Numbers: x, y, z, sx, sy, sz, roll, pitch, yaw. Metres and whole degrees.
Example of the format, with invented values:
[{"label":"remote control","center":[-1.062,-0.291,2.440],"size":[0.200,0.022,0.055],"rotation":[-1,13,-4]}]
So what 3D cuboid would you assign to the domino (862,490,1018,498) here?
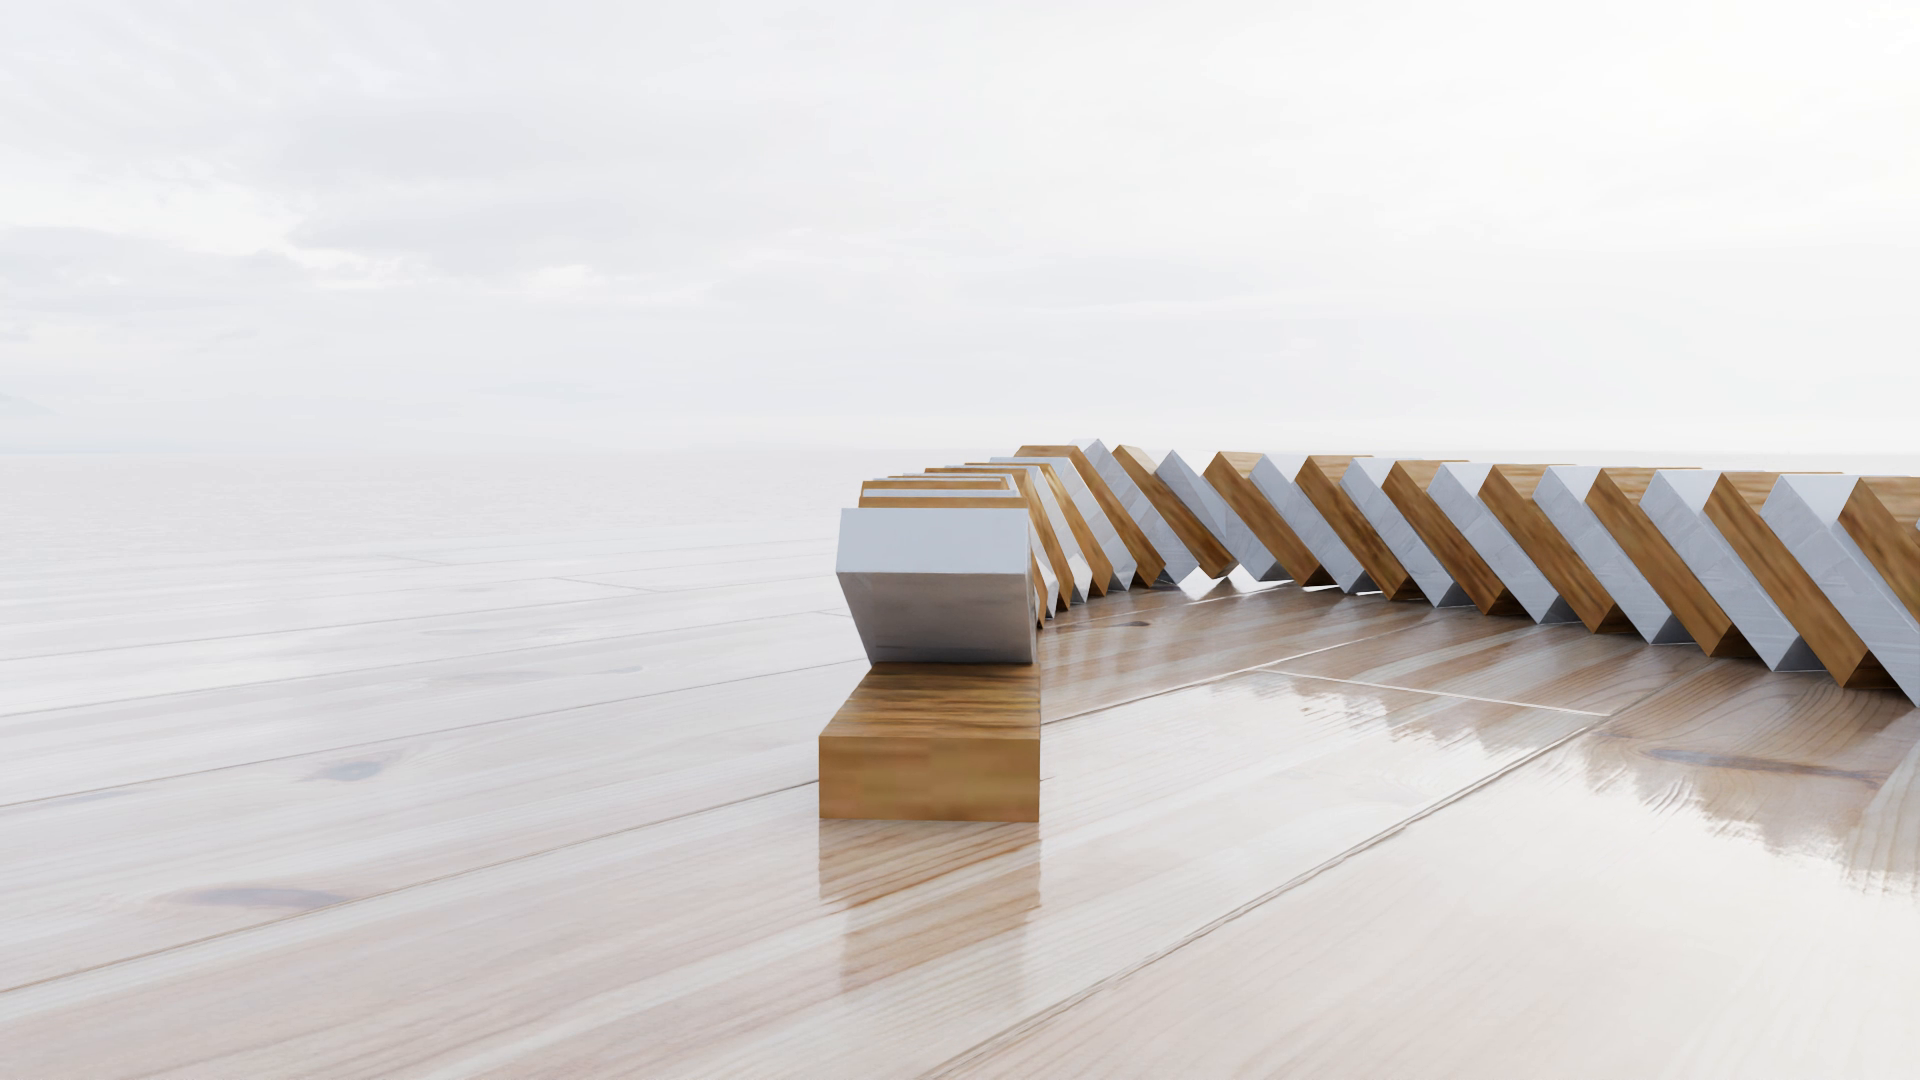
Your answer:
[{"label":"domino","center":[-0.001,0.008,0.227],"size":[0.025,0.009,0.050],"rotation":[1,-29,7]}]

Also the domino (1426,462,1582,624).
[{"label":"domino","center":[0.142,0.000,0.321],"size":[0.025,0.009,0.050],"rotation":[-2,41,-20]}]

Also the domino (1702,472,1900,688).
[{"label":"domino","center":[0.165,0.006,0.240],"size":[0.025,0.010,0.050],"rotation":[0,40,-3]}]

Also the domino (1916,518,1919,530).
[{"label":"domino","center":[0.168,0.010,0.189],"size":[0.025,0.010,0.050],"rotation":[0,40,6]}]

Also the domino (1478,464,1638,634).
[{"label":"domino","center":[0.149,0.001,0.306],"size":[0.025,0.010,0.050],"rotation":[-1,41,-17]}]

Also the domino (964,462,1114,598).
[{"label":"domino","center":[0.021,-0.002,0.347],"size":[0.025,0.009,0.050],"rotation":[3,-32,31]}]

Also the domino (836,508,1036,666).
[{"label":"domino","center":[-0.002,0.011,0.191],"size":[0.025,0.009,0.050],"rotation":[0,-27,5]}]

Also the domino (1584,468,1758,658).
[{"label":"domino","center":[0.159,0.003,0.274],"size":[0.025,0.010,0.050],"rotation":[-1,41,-9]}]

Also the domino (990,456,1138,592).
[{"label":"domino","center":[0.028,-0.004,0.362],"size":[0.025,0.010,0.050],"rotation":[3,-34,36]}]

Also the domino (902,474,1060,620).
[{"label":"domino","center":[0.005,0.002,0.298],"size":[0.025,0.010,0.050],"rotation":[1,-30,19]}]

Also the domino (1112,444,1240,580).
[{"label":"domino","center":[0.068,-0.009,0.406],"size":[0.050,0.009,0.025],"rotation":[47,17,15]}]

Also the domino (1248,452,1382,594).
[{"label":"domino","center":[0.110,-0.006,0.380],"size":[0.025,0.009,0.050],"rotation":[-1,44,-34]}]

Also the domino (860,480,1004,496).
[{"label":"domino","center":[-0.002,0.006,0.245],"size":[0.025,0.010,0.050],"rotation":[1,-30,11]}]

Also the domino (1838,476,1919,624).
[{"label":"domino","center":[0.168,0.009,0.206],"size":[0.025,0.010,0.050],"rotation":[0,40,3]}]

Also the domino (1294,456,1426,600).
[{"label":"domino","center":[0.120,-0.005,0.366],"size":[0.025,0.010,0.050],"rotation":[-2,44,-27]}]

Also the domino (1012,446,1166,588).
[{"label":"domino","center":[0.037,-0.007,0.380],"size":[0.025,0.050,0.009],"rotation":[6,52,54]}]

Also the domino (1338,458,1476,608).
[{"label":"domino","center":[0.128,-0.003,0.351],"size":[0.025,0.009,0.050],"rotation":[-2,43,-23]}]

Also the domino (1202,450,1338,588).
[{"label":"domino","center":[0.099,-0.007,0.392],"size":[0.025,0.010,0.050],"rotation":[-1,44,-40]}]

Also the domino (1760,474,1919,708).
[{"label":"domino","center":[0.166,0.007,0.224],"size":[0.025,0.009,0.050],"rotation":[0,40,-2]}]

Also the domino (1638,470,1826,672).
[{"label":"domino","center":[0.162,0.005,0.257],"size":[0.025,0.009,0.050],"rotation":[-1,40,-7]}]

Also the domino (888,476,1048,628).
[{"label":"domino","center":[0.002,0.004,0.280],"size":[0.025,0.009,0.050],"rotation":[1,-30,16]}]

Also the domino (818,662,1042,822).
[{"label":"domino","center":[-0.002,0.025,0.170],"size":[0.025,0.009,0.050],"rotation":[0,4,4]}]

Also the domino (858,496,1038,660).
[{"label":"domino","center":[-0.001,0.010,0.209],"size":[0.025,0.009,0.050],"rotation":[0,-28,6]}]

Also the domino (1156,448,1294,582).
[{"label":"domino","center":[0.086,-0.008,0.403],"size":[0.025,0.009,0.050],"rotation":[-1,44,-48]}]

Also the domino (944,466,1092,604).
[{"label":"domino","center":[0.015,-0.001,0.330],"size":[0.025,0.010,0.050],"rotation":[2,-32,25]}]

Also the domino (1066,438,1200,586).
[{"label":"domino","center":[0.051,-0.009,0.395],"size":[0.009,0.050,0.025],"rotation":[-41,11,-6]}]

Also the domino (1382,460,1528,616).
[{"label":"domino","center":[0.135,-0.002,0.337],"size":[0.025,0.010,0.050],"rotation":[-2,42,-21]}]

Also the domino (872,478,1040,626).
[{"label":"domino","center":[0.000,0.005,0.263],"size":[0.025,0.010,0.050],"rotation":[1,-30,14]}]

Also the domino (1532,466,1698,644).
[{"label":"domino","center":[0.155,0.002,0.290],"size":[0.025,0.010,0.050],"rotation":[-1,41,-12]}]

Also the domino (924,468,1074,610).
[{"label":"domino","center":[0.010,0.001,0.314],"size":[0.025,0.009,0.050],"rotation":[2,-31,21]}]
